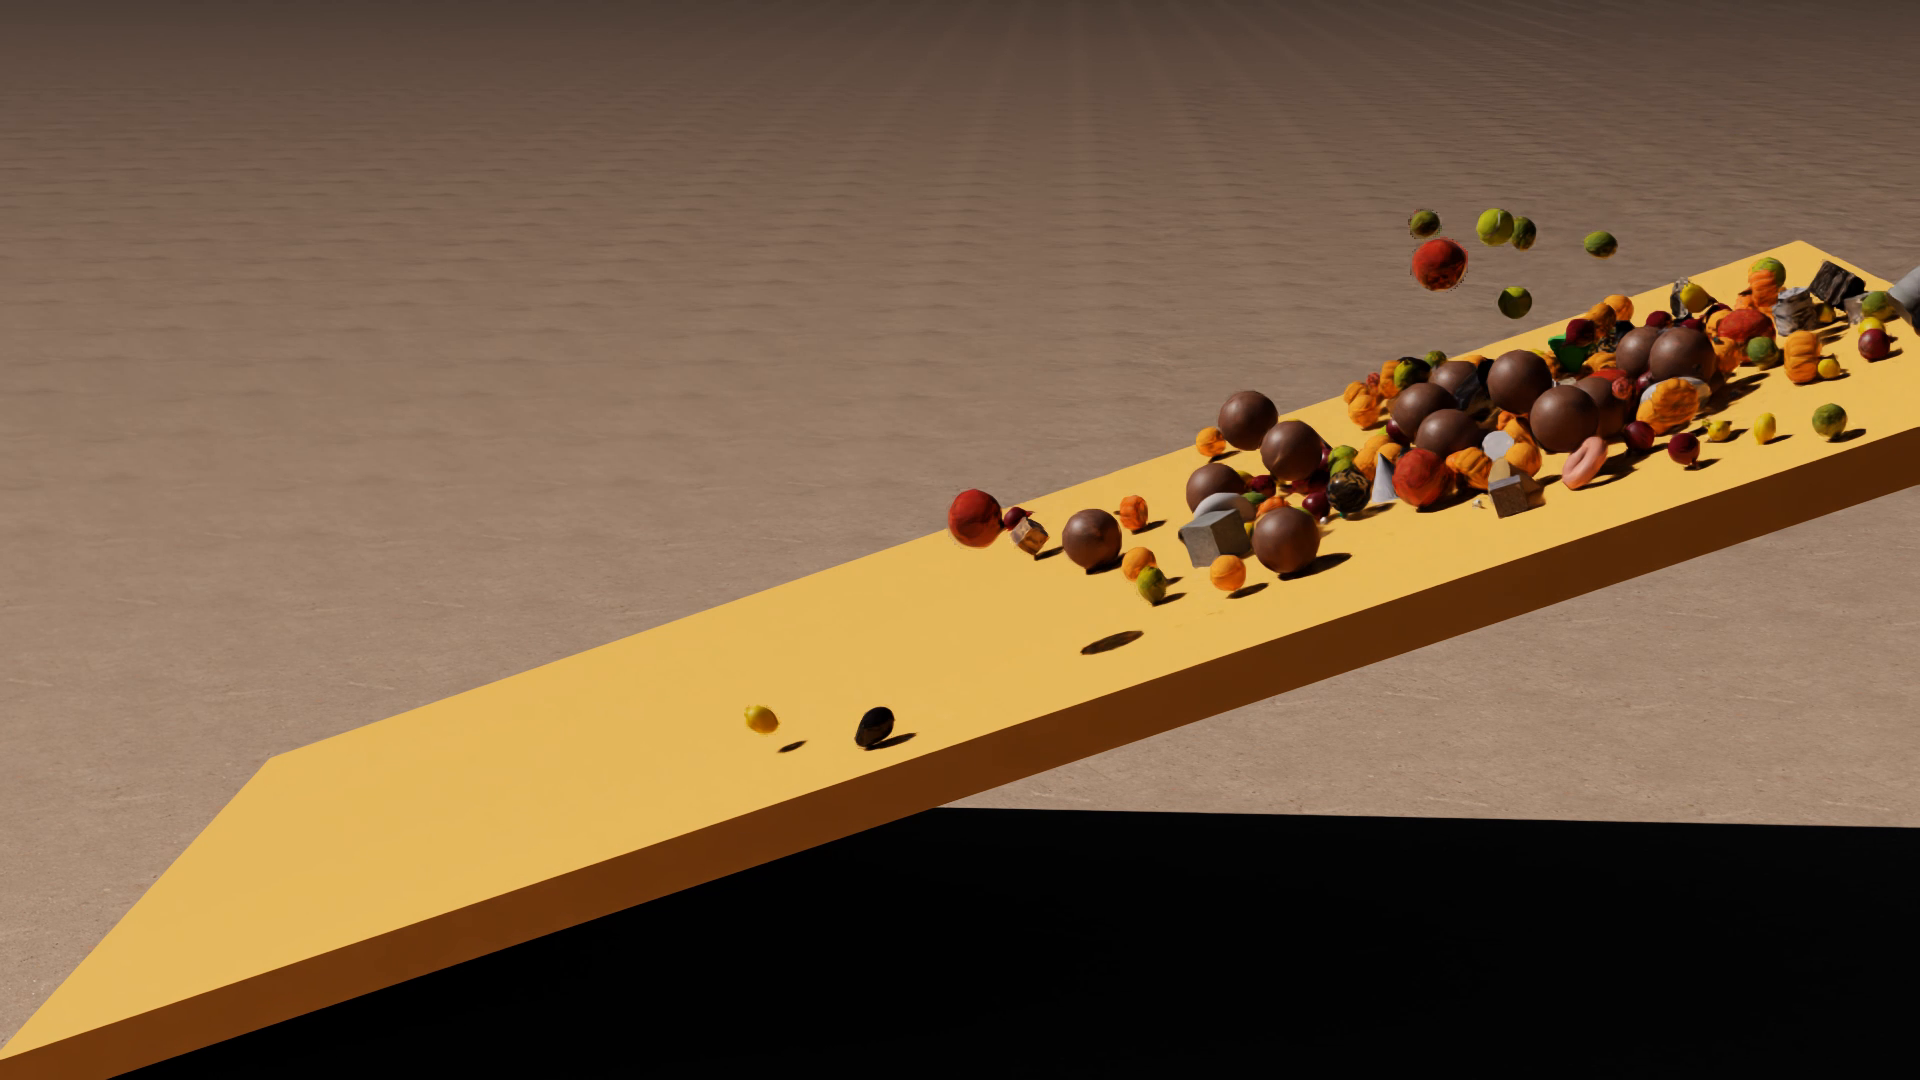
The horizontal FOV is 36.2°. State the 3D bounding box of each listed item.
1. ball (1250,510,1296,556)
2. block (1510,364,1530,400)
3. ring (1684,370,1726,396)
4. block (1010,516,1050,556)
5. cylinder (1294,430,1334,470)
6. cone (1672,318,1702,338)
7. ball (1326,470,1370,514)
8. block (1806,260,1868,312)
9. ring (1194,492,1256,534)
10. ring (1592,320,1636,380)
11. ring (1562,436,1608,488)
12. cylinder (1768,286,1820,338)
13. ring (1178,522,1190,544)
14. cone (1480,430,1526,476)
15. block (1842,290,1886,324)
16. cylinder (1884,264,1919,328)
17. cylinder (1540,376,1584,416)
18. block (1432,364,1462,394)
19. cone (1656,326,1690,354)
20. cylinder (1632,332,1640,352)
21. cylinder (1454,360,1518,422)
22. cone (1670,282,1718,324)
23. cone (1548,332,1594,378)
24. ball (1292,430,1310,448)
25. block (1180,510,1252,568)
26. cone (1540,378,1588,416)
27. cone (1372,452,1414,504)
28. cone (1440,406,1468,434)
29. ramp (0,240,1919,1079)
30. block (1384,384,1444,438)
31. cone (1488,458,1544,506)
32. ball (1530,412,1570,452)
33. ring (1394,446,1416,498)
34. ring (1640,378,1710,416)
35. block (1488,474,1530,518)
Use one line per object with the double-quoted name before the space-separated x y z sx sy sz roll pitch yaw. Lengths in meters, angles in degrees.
"ball" 0.622 -0.013 5.835 0.091 0.091 0.091 0 12 0
"block" 1.202 -0.344 6.462 0.064 0.064 0.064 -19 5 -35
"ring" 1.484 -0.310 5.907 0.108 0.036 0.108 -20 14 5
"block" 0.156 -0.009 6.597 0.055 0.055 0.055 28 20 -31
"cylinder" 0.769 -0.194 6.389 0.066 0.066 0.066 -4 27 -18
"cone" 1.595 -0.458 6.405 0.063 0.063 0.063 -6 20 -25
"ball" 0.782 -0.098 5.922 0.090 0.090 0.090 0 12 0
"block" 1.813 -0.523 6.081 0.074 0.074 0.074 36 12 35
"ring" 0.545 -0.046 6.061 0.130 0.130 0.043 0 43 -2
"ring" 1.403 -0.406 6.309 0.046 0.139 0.139 23 10 -8
"ring" 1.177 -0.146 5.543 0.037 0.112 0.112 35 8 -10
"cylinder" 1.741 -0.476 6.141 0.083 0.083 0.083 -19 11 4
"ring" 0.511 -0.021 6.216 0.106 0.035 0.106 -18 10 3
"cone" 1.103 -0.168 5.872 0.094 0.094 0.094 6 6 -40
"block" 1.853 -0.477 6.030 0.053 0.053 0.053 -25 12 -25
"cylinder" 1.896 -0.484 5.810 0.094 0.094 0.094 -41 11 6
"cylinder" 1.256 -0.295 6.133 0.074 0.074 0.074 -18 10 10
"block" 1.054 -0.349 6.371 0.056 0.056 0.056 1 -2 3
"cone" 1.448 -0.419 6.014 0.059 0.059 0.059 16 8 -16
"cylinder" 1.478 -0.440 6.506 0.052 0.052 0.052 2 10 10
"cylinder" 1.087 -0.309 6.079 0.094 0.094 0.094 -6 -27 -27
"cone" 1.610 -0.523 6.402 0.092 0.092 0.092 -10 15 -18
"cone" 1.314 -0.383 6.316 0.097 0.097 0.097 -8 21 3
"ball" 0.780 -0.218 6.625 0.061 0.061 0.061 0 12 0
"block" 0.520 -0.003 5.972 0.088 0.088 0.088 -28 14 -37
"cone" 1.255 -0.287 6.060 0.091 0.091 0.091 2 12 -14
"cone" 0.868 -0.136 5.992 0.094 0.094 0.094 -19 11 4
"cone" 1.065 -0.250 6.359 0.061 0.061 0.061 0 -14 1
"ramp" 0.111 0.179 6.301 4.000 0.100 2.000 -19 11 6
"block" 1.001 -0.282 6.441 0.090 0.090 0.090 -22 2 -9
"cone" 1.074 -0.106 5.619 0.096 0.096 0.096 5 11 -16
"ball" 1.180 -0.216 5.879 0.077 0.077 0.077 0 12 0
"ring" 0.891 -0.136 5.886 0.035 0.105 0.105 9 14 9
"ring" 1.405 -0.280 5.774 0.136 0.045 0.136 -5 -17 -1
"block" 1.033 -0.081 5.534 0.059 0.059 0.059 -18 11 12
